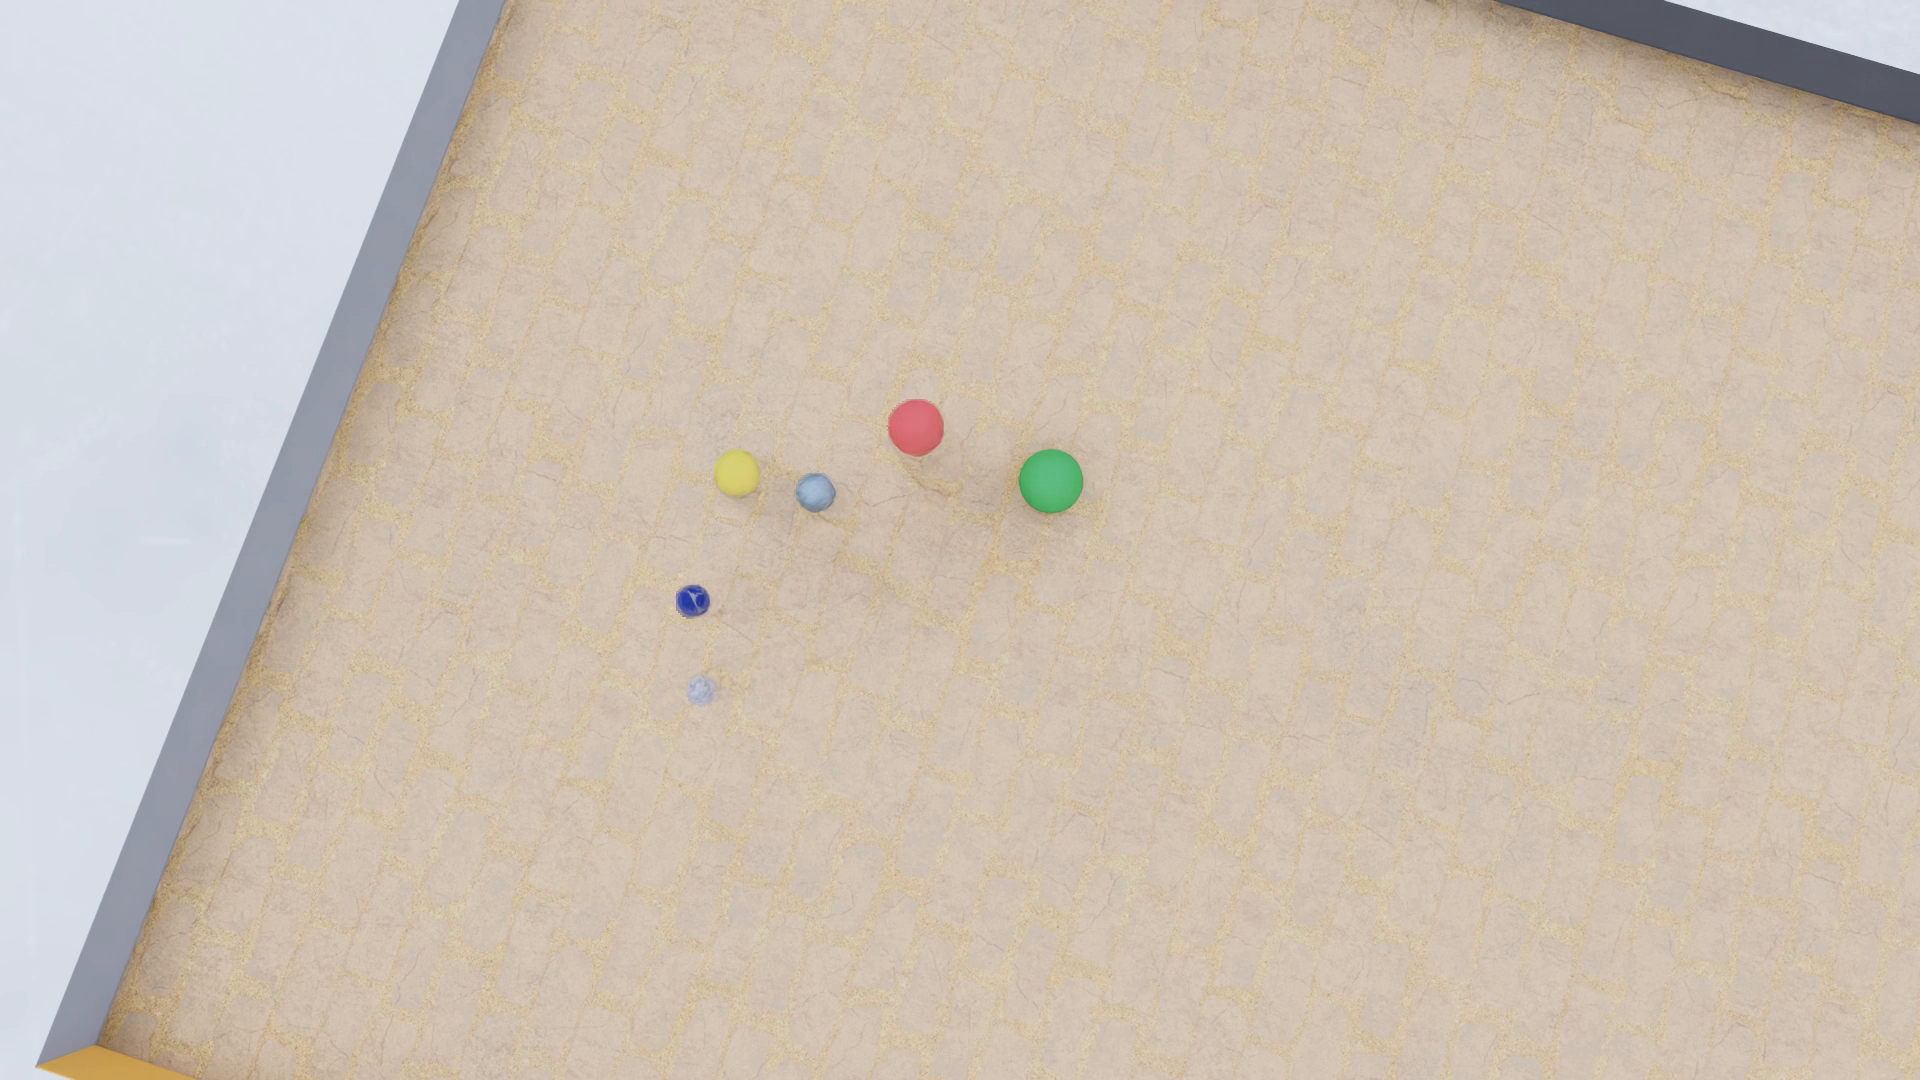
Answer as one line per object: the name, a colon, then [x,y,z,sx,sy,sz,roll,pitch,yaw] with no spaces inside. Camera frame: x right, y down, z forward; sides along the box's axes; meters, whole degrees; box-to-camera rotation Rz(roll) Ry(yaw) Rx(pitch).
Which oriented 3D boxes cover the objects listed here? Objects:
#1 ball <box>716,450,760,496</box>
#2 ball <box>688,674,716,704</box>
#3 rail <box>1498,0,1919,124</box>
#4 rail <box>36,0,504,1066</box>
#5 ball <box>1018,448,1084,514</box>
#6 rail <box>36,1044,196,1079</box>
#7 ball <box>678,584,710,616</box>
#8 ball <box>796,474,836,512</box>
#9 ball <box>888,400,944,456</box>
ball: [-0.336,-0.101,3.331,0.069,0.069,0.069,0,78,0]
ball: [-0.384,0.222,3.274,0.043,0.043,0.043,0,78,0]
rail: [1.280,-0.737,3.438,3.965,0.126,0.045,17,78,4]
rail: [-0.922,-0.294,3.342,0.045,0.126,2.250,17,78,4]
ball: [0.137,-0.089,3.314,0.097,0.097,0.097,0,78,0]
rail: [0.609,1.314,2.995,3.965,0.126,0.045,17,78,4]
ball: [-0.400,0.091,3.300,0.049,0.049,0.049,0,78,0]
ball: [-0.218,-0.071,3.330,0.058,0.058,0.058,0,78,0]
ball: [-0.066,-0.170,3.338,0.085,0.085,0.085,0,78,0]
